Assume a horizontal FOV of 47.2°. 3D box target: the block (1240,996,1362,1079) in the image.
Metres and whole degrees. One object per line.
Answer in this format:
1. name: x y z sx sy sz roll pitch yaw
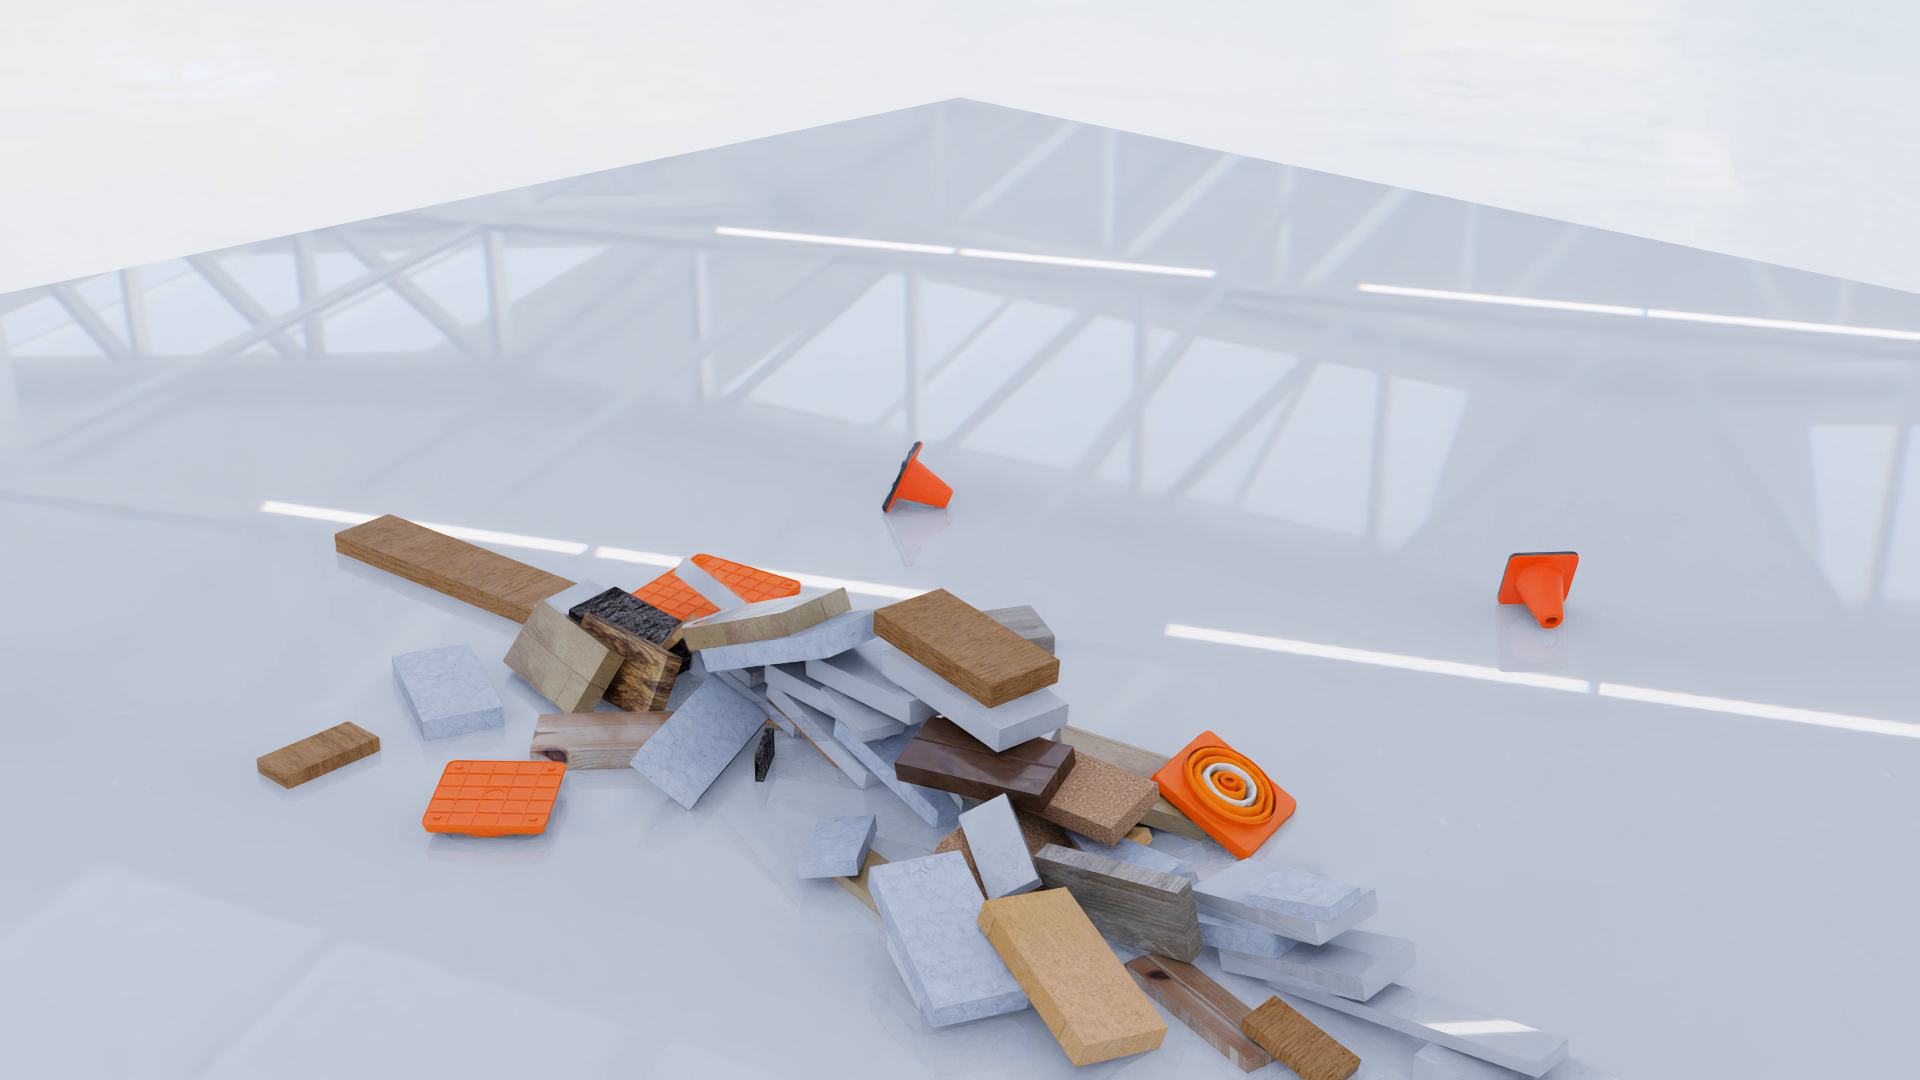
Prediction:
1. block: 0.569 0.844 3.680 0.184 0.026 0.092 34 38 30

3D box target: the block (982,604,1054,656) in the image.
1. block: 0.023 0.232 5.149 0.357 0.051 0.179 -7 24 -15

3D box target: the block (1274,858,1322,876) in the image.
1. block: 0.652 0.635 4.247 0.094 0.013 0.047 3 23 7

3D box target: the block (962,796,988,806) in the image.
1. block: 0.025 0.452 4.337 0.113 0.032 0.226 -33 40 -28

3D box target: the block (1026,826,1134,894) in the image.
1. block: 0.170 0.639 4.108 0.047 0.013 0.444 38 51 22

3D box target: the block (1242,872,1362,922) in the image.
1. block: 0.593 0.620 3.823 0.184 0.026 0.092 2 18 45

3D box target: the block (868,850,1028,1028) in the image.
1. block: -0.024 0.699 3.882 0.175 0.049 0.349 -8 38 -19

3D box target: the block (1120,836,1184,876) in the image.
1. block: 0.335 0.604 4.102 0.077 0.022 0.154 -32 32 -35

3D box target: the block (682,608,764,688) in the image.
1. block: -0.492 0.238 4.876 0.123 0.035 0.247 -21 38 -38

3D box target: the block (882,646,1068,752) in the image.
1. block: 0.027 0.291 4.324 0.178 0.050 0.356 -17 34 -37

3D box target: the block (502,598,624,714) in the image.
1. block: -0.890 0.268 4.924 0.048 0.168 0.336 32 -3 -42

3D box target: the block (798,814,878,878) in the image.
1. block: -0.236 0.593 4.264 0.113 0.032 0.226 -4 14 9

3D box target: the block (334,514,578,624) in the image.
1. block: -1.212 0.087 5.492 0.885 0.050 0.175 17 28 35

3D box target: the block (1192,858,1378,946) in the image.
1. block: 0.572 0.641 3.911 0.156 0.044 0.311 -20 15 -35

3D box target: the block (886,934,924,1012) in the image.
1. block: 0.049 0.733 3.928 0.321 0.046 0.161 -9 39 -21

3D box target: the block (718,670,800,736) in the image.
1. block: -0.404 0.330 4.829 0.247 0.035 0.123 34 40 29

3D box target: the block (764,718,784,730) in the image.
1. block: -0.420 0.378 4.805 0.106 0.015 0.053 17 42 8

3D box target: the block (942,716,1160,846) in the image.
1. block: 0.138 0.448 4.239 0.489 0.044 0.154 19 41 35

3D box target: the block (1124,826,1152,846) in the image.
1. block: 0.271 0.609 4.205 0.190 0.027 0.095 -32 16 -34

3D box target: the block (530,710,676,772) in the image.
1. block: -0.737 0.427 4.693 0.336 0.048 0.168 -1 23 -3

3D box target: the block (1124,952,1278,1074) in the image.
1. block: 0.427 0.811 3.815 0.098 0.028 0.339 -14 27 -30

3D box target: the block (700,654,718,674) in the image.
1. block: -0.505 0.306 4.897 0.079 0.022 0.158 -22 67 -41

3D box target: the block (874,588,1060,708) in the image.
1. block: 0.010 0.211 4.368 0.179 0.051 0.357 -18 34 -38

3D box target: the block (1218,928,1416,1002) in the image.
1. block: 0.626 0.731 3.870 0.156 0.044 0.311 -22 17 -41

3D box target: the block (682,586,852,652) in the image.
1. block: -0.415 0.170 4.700 0.179 0.051 0.357 -22 8 -42

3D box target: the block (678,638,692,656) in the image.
1. block: -0.558 0.258 4.981 0.158 0.022 0.079 42 40 -4

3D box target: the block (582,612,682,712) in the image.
1. block: -0.752 0.284 4.890 0.310 0.155 0.044 22 4 42

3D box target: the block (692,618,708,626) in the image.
1. block: -0.534 0.212 4.862 0.062 0.017 0.123 -17 36 -33

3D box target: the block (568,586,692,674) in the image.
1. block: -0.731 0.211 5.046 0.311 0.044 0.155 25 32 26

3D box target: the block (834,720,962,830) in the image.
1. block: -0.091 0.452 4.529 0.167 0.047 0.335 -20 44 -37

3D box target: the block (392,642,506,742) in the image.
1. block: -1.144 0.336 4.906 0.175 0.050 0.350 -10 25 -22

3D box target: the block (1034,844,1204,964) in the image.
1. block: 0.286 0.654 3.969 0.309 0.154 0.044 9 34 37

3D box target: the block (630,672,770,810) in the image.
1. block: -0.542 0.418 4.618 0.155 0.044 0.370 38 29 1

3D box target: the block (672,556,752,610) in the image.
1. block: -0.497 0.166 5.074 0.336 0.048 0.168 34 -3 29

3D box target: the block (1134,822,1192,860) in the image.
1. block: 0.383 0.593 4.338 0.071 0.020 0.142 -17 28 -35

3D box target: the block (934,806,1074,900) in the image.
1. block: 0.170 0.549 4.251 0.161 0.046 0.510 44 39 18

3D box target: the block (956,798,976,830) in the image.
1. block: 0.061 0.497 4.328 0.095 0.027 0.377 7 37 7

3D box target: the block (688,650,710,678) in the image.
1. block: -0.526 0.286 4.935 0.158 0.022 0.079 20 47 -17

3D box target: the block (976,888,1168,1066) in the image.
1. block: 0.190 0.747 3.789 0.175 0.049 0.349 -4 37 -32

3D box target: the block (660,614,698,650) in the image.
1. block: -0.639 0.214 4.961 0.062 0.017 0.123 -38 9 30

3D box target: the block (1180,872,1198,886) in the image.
1. block: 0.365 0.650 4.117 0.077 0.022 0.154 -22 6 -42

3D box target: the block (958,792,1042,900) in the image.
1. block: 0.074 0.570 4.049 0.098 0.028 0.196 -27 50 6

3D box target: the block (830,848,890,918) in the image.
1. block: -0.156 0.654 4.184 0.098 0.028 0.196 -16 28 -33

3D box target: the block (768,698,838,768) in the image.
1. block: -0.289 0.382 4.726 0.123 0.035 0.247 -19 46 -37

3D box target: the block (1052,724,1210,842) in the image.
1. block: 0.338 0.480 4.364 0.321 0.046 0.161 18 38 -14

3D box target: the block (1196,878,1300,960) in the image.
1. block: 0.490 0.684 3.993 0.156 0.044 0.311 -22 17 -41

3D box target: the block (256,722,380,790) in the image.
1. block: -1.355 0.454 4.651 0.113 0.032 0.226 19 30 38

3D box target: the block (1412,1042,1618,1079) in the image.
1. block: 1.139 0.972 3.406 0.914 0.049 0.175 21 31 40

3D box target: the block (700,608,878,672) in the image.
1. block: -0.347 0.210 4.624 0.178 0.050 0.456 -22 7 -38

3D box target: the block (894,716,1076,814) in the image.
1. block: 0.048 0.427 4.210 0.309 0.044 0.154 10 36 26

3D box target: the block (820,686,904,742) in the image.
1. block: -0.200 0.345 4.478 0.095 0.027 0.190 -12 30 -26

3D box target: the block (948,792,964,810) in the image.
1. block: 0.028 0.508 4.415 0.086 0.024 0.171 -19 63 -37

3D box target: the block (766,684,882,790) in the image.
1. block: -0.242 0.383 4.669 0.167 0.047 0.335 -20 48 -38

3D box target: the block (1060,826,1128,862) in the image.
1. block: 0.252 0.564 4.158 0.071 0.020 0.162 -18 30 -13

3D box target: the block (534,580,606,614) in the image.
1. block: -0.803 0.210 5.126 0.350 0.050 0.175 25 32 27

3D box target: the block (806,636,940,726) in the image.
1. block: -0.141 0.280 4.499 0.178 0.050 0.355 -16 23 -36

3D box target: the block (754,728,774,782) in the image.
1. block: -0.410 0.451 4.619 0.017 0.062 0.123 3 23 6

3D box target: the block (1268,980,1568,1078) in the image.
1. block: 0.767 0.801 3.738 0.539 0.026 0.092 11 24 44

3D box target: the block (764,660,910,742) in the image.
1. block: -0.234 0.309 4.630 0.335 0.047 0.167 23 33 35
